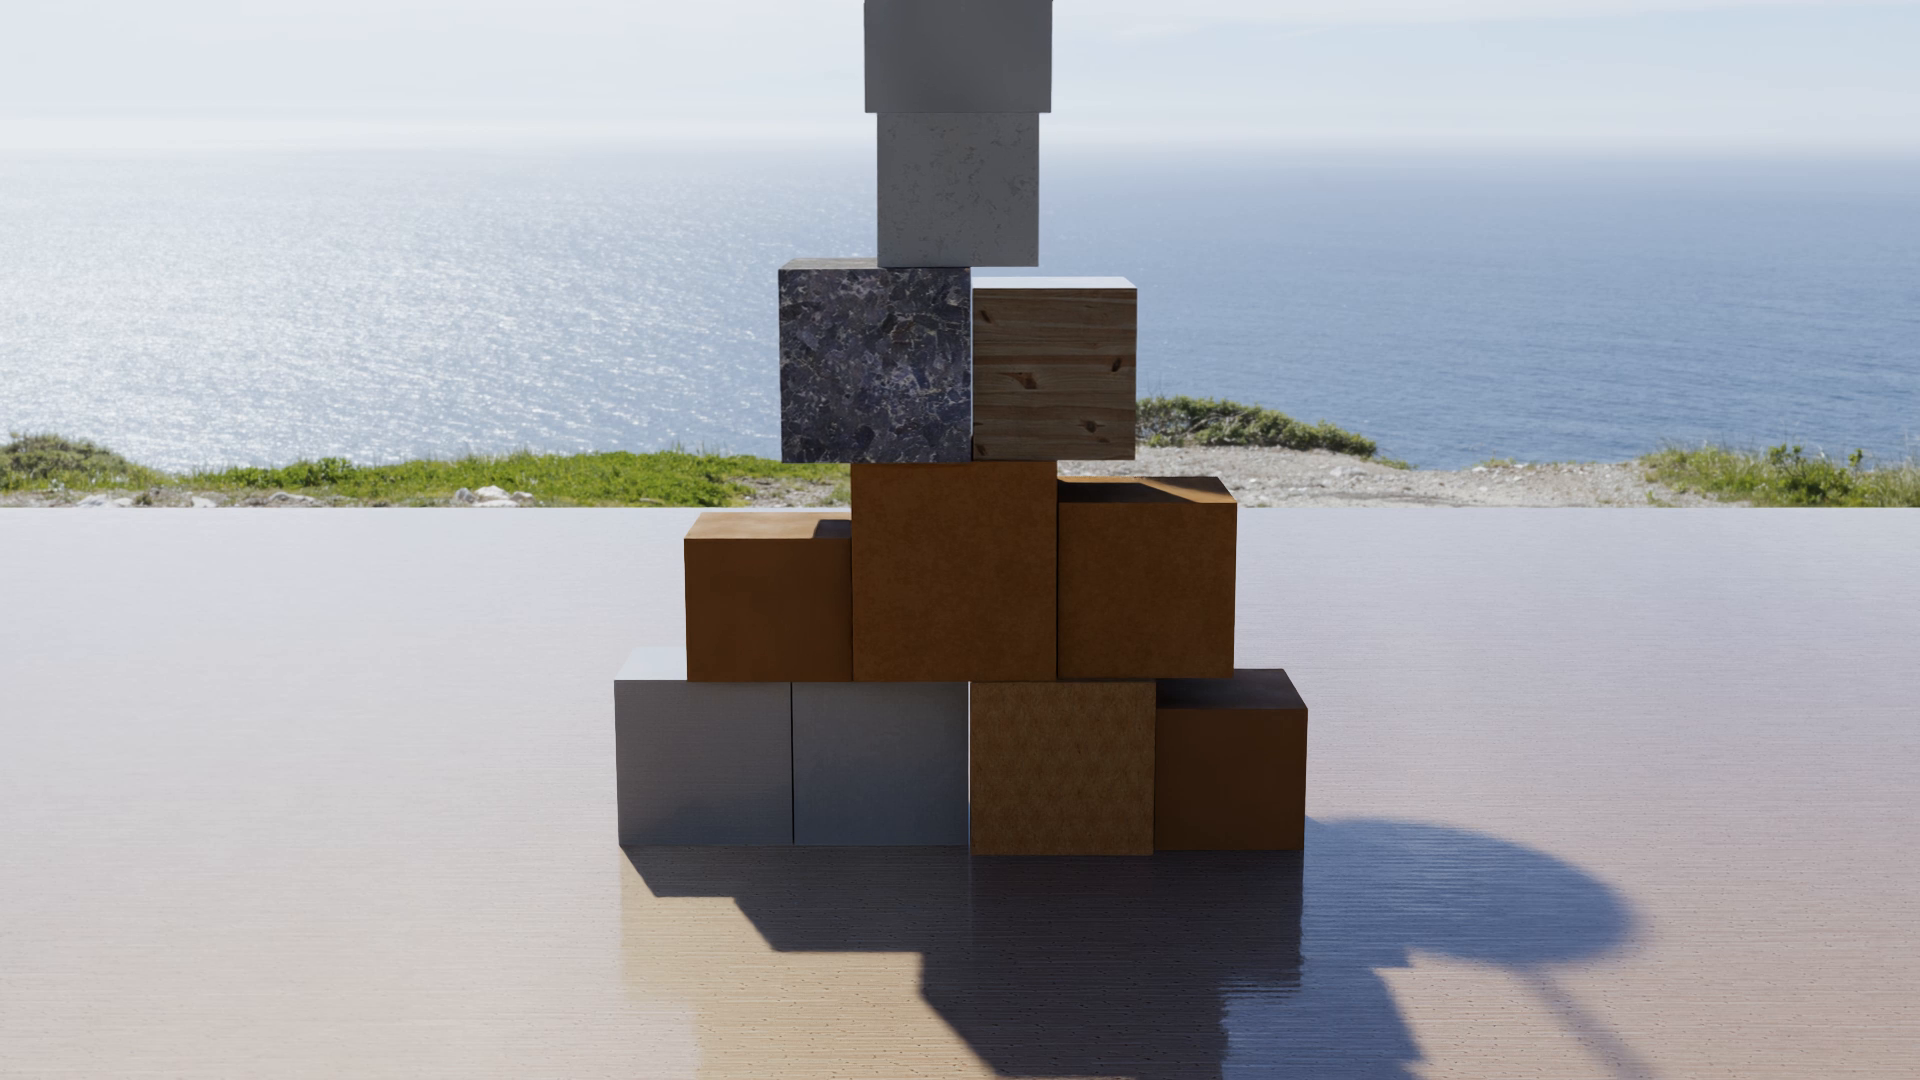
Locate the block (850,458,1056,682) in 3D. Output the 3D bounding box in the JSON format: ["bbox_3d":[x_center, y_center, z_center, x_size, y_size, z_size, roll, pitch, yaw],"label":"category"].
[{"bbox_3d":[-0.028,0.075,11.178,0.997,1.092,0.948,0,10,0],"label":"block"}]

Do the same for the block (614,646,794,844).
[{"bbox_3d":[-1.285,1.052,11.385,0.879,0.857,0.729,0,10,0],"label":"block"}]

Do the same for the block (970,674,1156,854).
[{"bbox_3d":[0.508,1.042,11.368,0.909,0.882,1.023,0,10,0],"label":"block"}]

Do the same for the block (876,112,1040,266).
[{"bbox_3d":[-0.010,-1.734,10.850,0.772,0.725,0.766,0,10,0],"label":"block"}]

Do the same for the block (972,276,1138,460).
[{"bbox_3d":[0.455,-0.873,11.006,0.784,0.830,0.881,0,10,0],"label":"block"}]

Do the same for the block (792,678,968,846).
[{"bbox_3d":[-0.396,1.054,11.390,0.878,0.852,0.752,0,10,0],"label":"block"}]

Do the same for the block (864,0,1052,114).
[{"bbox_3d":[-0.009,-2.510,10.733,0.888,0.844,0.769,0,10,0],"label":"block"}]

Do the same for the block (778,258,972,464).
[{"bbox_3d":[-0.404,-0.918,11.001,0.911,0.929,1.024,0,10,0],"label":"block"}]

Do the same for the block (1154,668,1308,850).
[{"bbox_3d":[1.348,1.119,11.372,0.752,0.729,0.846,0,10,0],"label":"block"}]

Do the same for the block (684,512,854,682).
[{"bbox_3d":[-0.944,0.279,11.215,0.819,0.724,0.771,0,10,0],"label":"block"}]

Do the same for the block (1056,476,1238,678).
[{"bbox_3d":[0.918,0.174,11.221,0.870,0.879,0.856,0,10,0],"label":"block"}]
